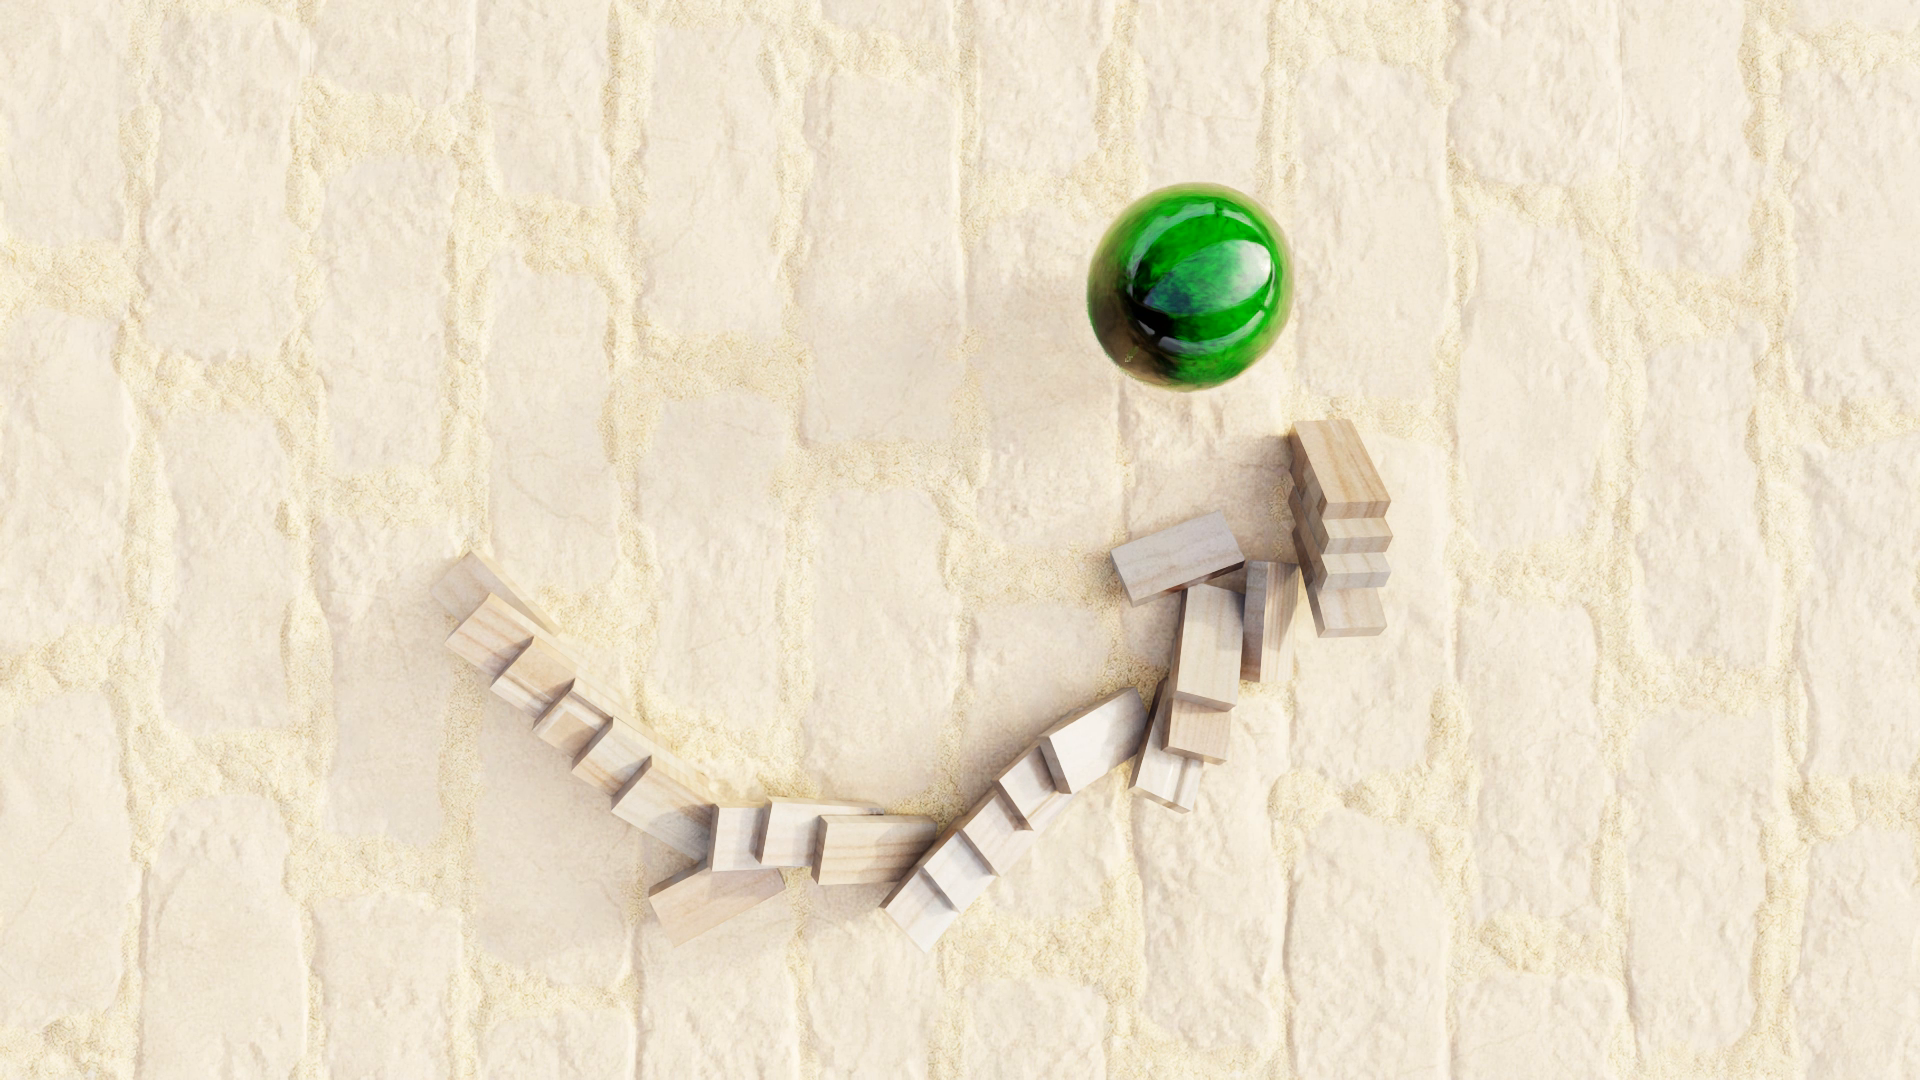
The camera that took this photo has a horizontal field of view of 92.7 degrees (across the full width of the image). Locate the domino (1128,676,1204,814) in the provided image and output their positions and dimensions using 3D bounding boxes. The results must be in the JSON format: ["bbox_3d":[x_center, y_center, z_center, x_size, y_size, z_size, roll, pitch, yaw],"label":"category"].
[{"bbox_3d":[0.090,0.086,0.384,0.025,0.010,0.050,24,62,-1],"label":"domino"}]

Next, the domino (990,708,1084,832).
[{"bbox_3d":[0.039,0.095,0.385,0.050,0.009,0.025,-35,90,-27],"label":"domino"}]

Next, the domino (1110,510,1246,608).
[{"bbox_3d":[0.092,0.008,0.391,0.050,0.009,0.025,-20,66,0],"label":"domino"}]

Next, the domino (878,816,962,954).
[{"bbox_3d":[-0.007,0.143,0.384,0.025,0.009,0.050,49,63,-5],"label":"domino"}]

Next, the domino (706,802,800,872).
[{"bbox_3d":[-0.078,0.123,0.383,0.050,0.010,0.025,8,86,-28],"label":"domino"}]

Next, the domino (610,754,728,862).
[{"bbox_3d":[-0.117,0.114,0.385,0.050,0.009,0.025,42,90,-25],"label":"domino"}]

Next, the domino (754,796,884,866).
[{"bbox_3d":[-0.058,0.122,0.383,0.050,0.010,0.025,12,85,-28],"label":"domino"}]

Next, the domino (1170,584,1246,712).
[{"bbox_3d":[0.104,0.044,0.384,0.025,0.010,0.050,14,63,0],"label":"domino"}]

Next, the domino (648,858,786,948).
[{"bbox_3d":[-0.102,0.147,0.387,0.050,0.009,0.025,-25,102,-13],"label":"domino"}]

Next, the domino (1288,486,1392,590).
[{"bbox_3d":[0.156,-0.002,0.379,0.025,0.010,0.050,-2,47,0],"label":"domino"}]

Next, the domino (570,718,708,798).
[{"bbox_3d":[-0.134,0.099,0.385,0.025,0.010,0.050,-47,115,0],"label":"domino"}]

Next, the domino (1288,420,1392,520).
[{"bbox_3d":[0.156,-0.030,0.379,0.025,0.010,0.050,-2,47,0],"label":"domino"}]

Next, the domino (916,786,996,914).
[{"bbox_3d":[0.008,0.128,0.384,0.050,0.010,0.025,-40,93,-27],"label":"domino"}]

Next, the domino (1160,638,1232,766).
[{"bbox_3d":[0.100,0.066,0.384,0.025,0.009,0.050,14,63,-2],"label":"domino"}]

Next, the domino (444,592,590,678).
[{"bbox_3d":[-0.185,0.048,0.384,0.025,0.009,0.050,-45,115,0],"label":"domino"}]

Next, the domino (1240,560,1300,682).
[{"bbox_3d":[0.131,0.034,0.388,0.025,0.010,0.050,4,90,-40],"label":"domino"}]

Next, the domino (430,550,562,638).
[{"bbox_3d":[-0.200,0.031,0.395,0.025,0.009,0.050,-45,90,0],"label":"domino"}]

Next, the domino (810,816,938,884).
[{"bbox_3d":[-0.035,0.129,0.384,0.050,0.010,0.025,9,90,-28],"label":"domino"}]

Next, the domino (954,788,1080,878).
[{"bbox_3d":[0.024,0.113,0.384,0.050,0.009,0.025,-39,92,-27],"label":"domino"}]

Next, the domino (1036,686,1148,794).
[{"bbox_3d":[0.058,0.083,0.383,0.050,0.010,0.025,-22,90,-32],"label":"domino"}]

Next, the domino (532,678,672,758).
[{"bbox_3d":[-0.150,0.083,0.386,0.025,0.009,0.050,-46,114,0],"label":"domino"}]

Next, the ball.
[{"bbox_3d":[0.090,-0.098,0.360,0.080,0.080,0.080,0,90,0],"label":"ball"}]

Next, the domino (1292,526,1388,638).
[{"bbox_3d":[0.158,0.016,0.384,0.025,0.009,0.050,-2,60,0],"label":"domino"}]

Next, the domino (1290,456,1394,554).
[{"bbox_3d":[0.157,-0.016,0.379,0.025,0.009,0.050,-2,47,0],"label":"domino"}]

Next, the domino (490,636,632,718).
[{"bbox_3d":[-0.167,0.066,0.385,0.025,0.009,0.050,-46,115,0],"label":"domino"}]
